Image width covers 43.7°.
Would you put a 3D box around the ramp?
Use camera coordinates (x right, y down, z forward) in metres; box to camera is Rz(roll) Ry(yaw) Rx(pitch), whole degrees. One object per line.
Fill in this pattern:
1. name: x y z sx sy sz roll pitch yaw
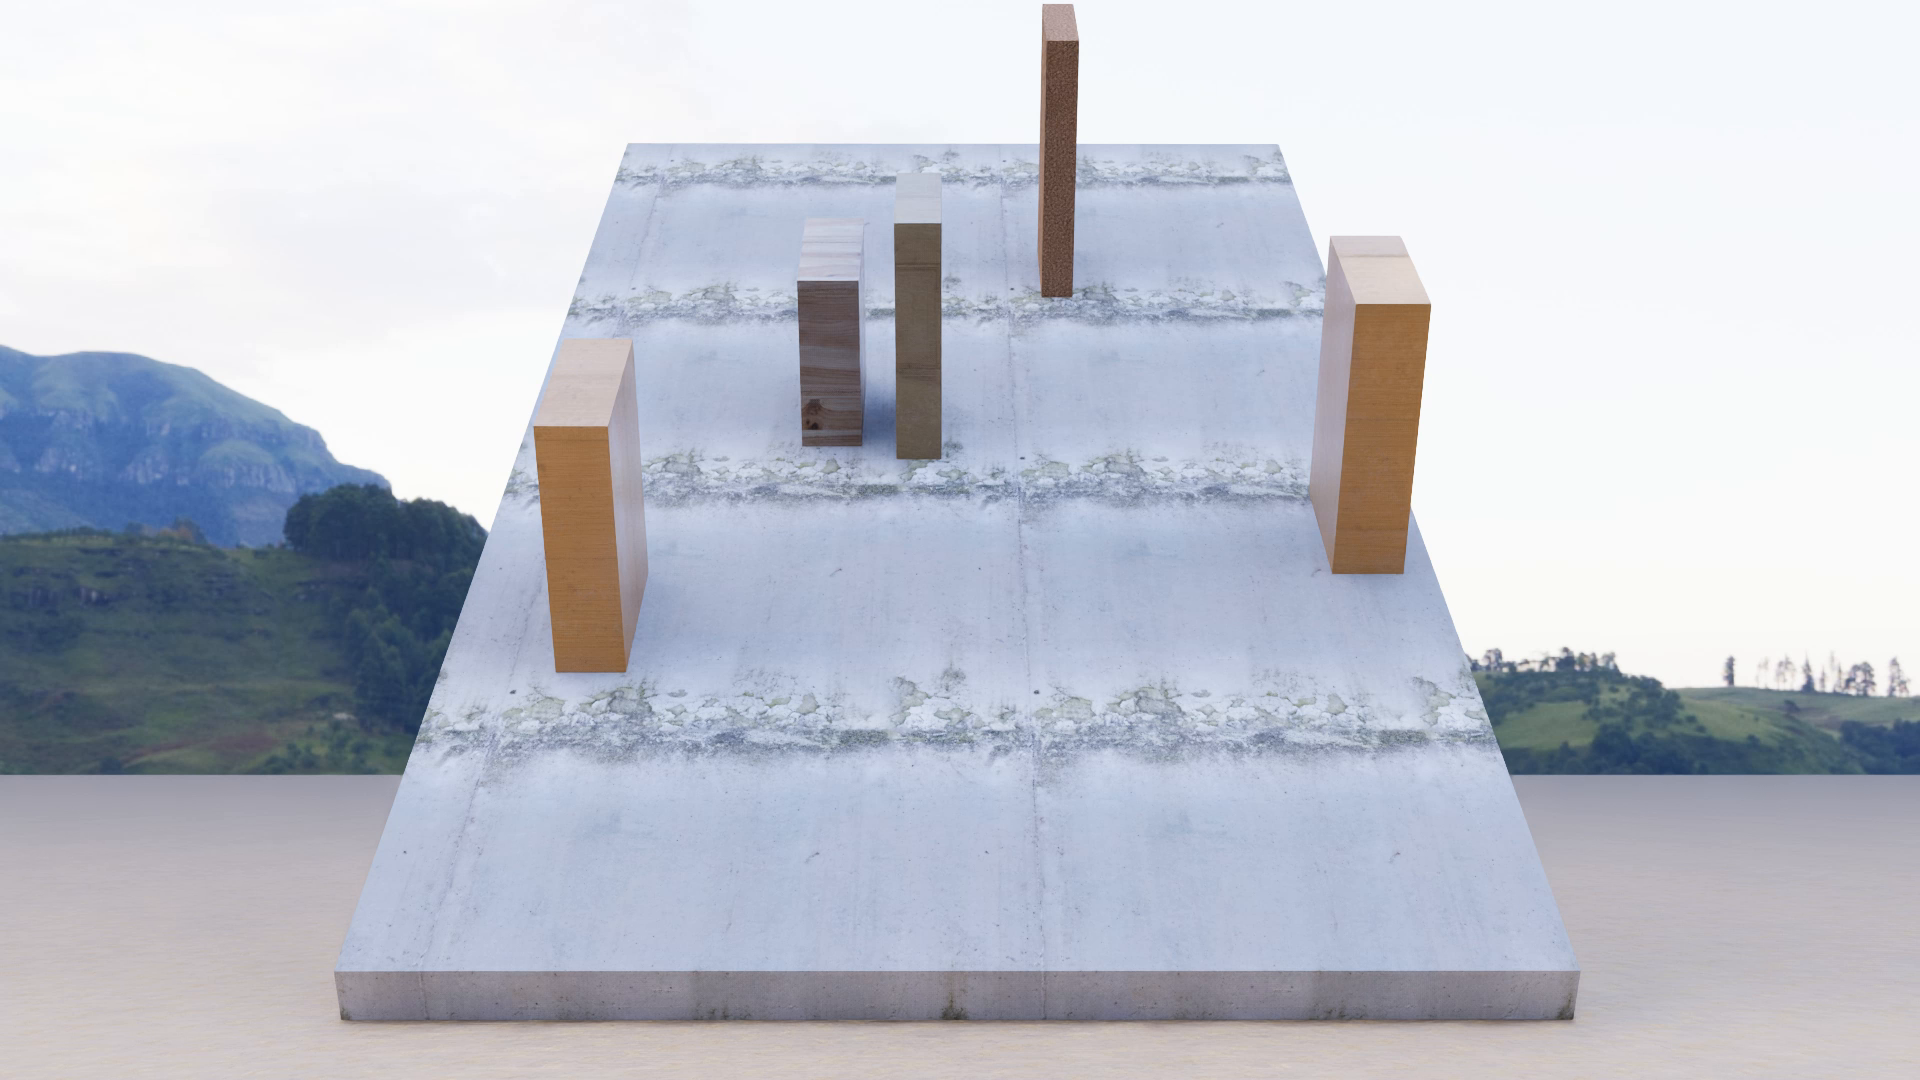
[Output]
1. ramp: -0.012 -0.220 5.620 2.000 0.100 4.000 0 29 0

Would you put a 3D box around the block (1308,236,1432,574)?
1. block: 0.850 -0.284 5.003 0.149 0.608 0.368 0 29 0

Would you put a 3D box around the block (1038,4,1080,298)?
1. block: 0.255 -1.018 6.265 0.082 0.689 0.330 0 29 0

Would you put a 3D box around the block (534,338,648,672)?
1. block: -0.715 -0.071 4.683 0.136 0.529 0.398 0 29 0

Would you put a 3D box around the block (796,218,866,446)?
1. block: -0.295 -0.488 5.578 0.137 0.410 0.387 0 29 0

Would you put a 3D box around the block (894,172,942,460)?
1. block: -0.093 -0.510 5.452 0.102 0.571 0.319 0 29 0
